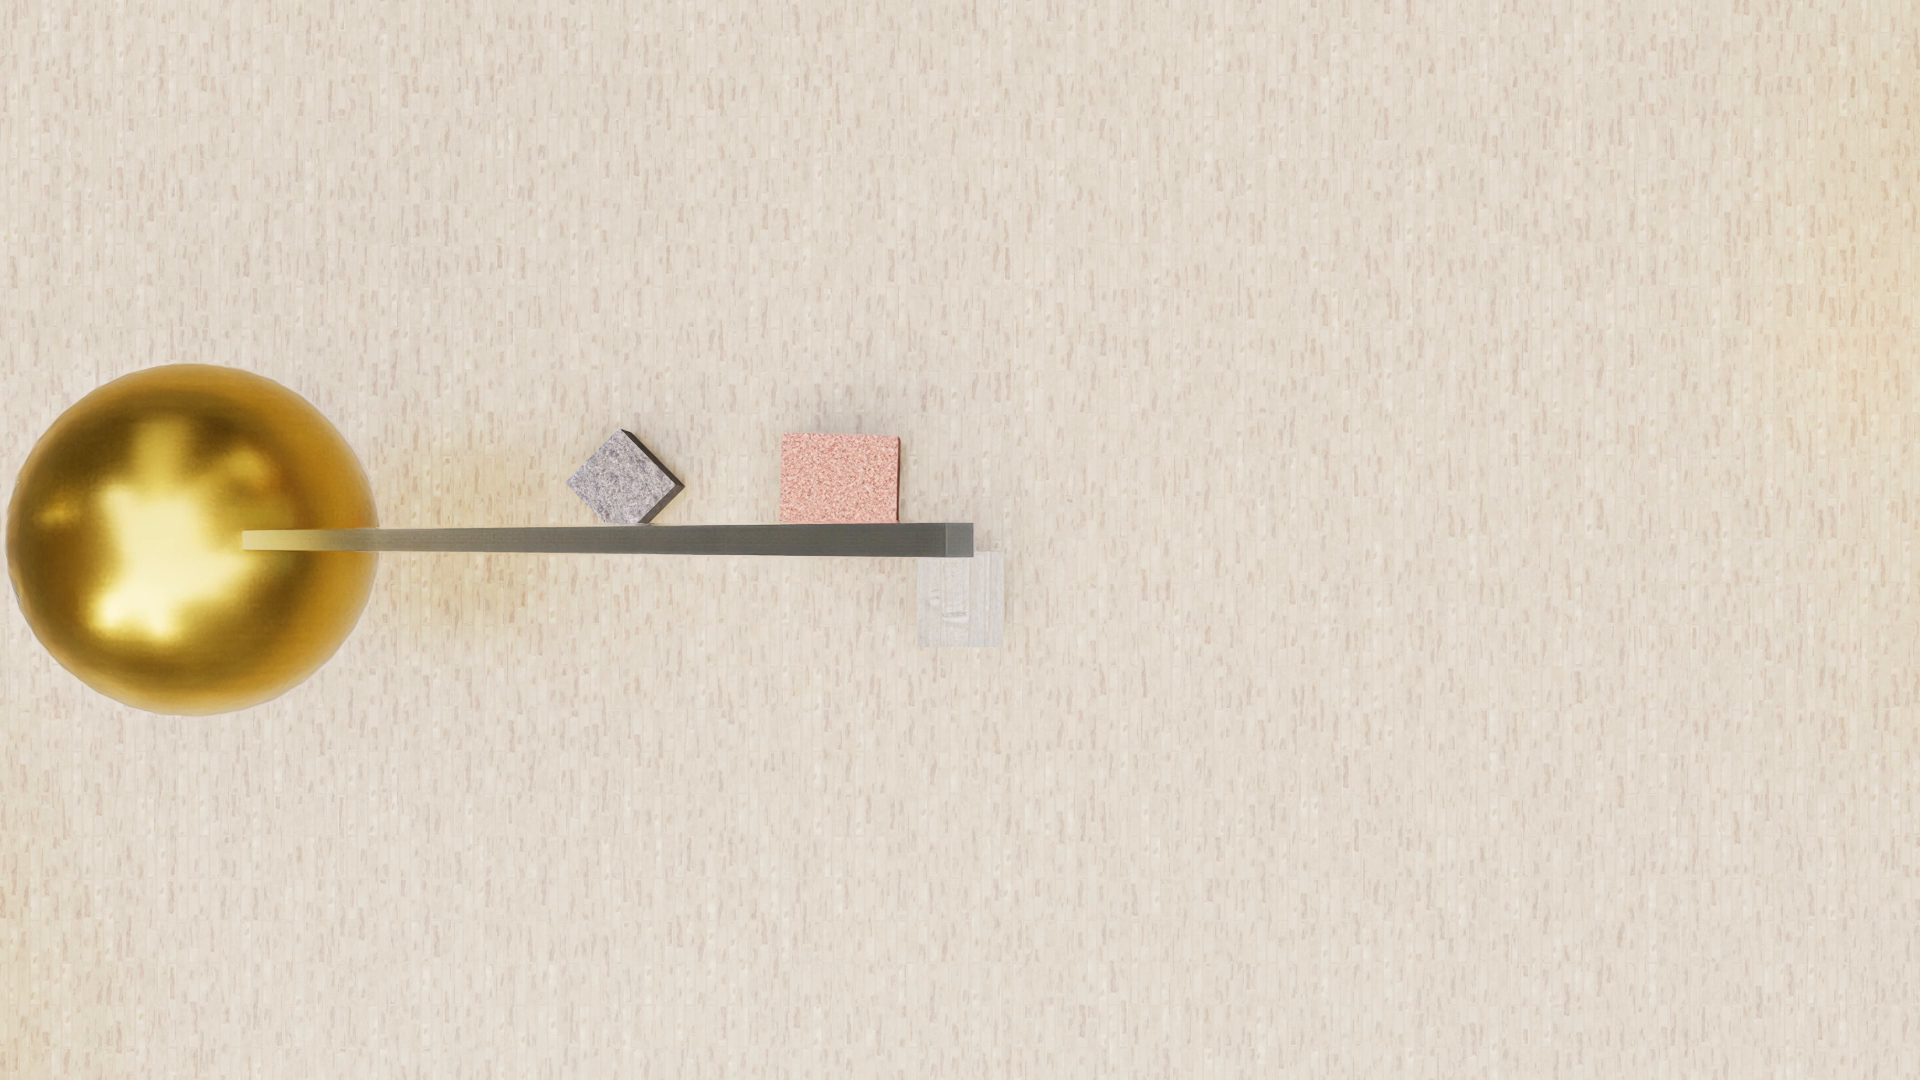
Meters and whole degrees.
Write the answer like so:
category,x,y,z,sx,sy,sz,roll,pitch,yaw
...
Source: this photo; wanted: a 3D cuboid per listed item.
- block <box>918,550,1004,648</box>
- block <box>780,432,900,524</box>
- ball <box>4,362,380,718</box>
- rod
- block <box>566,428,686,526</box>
category,x,y,z,sx,sy,sz,roll,pitch,yaw
block,0.002,0.335,12.740,0.489,0.521,0.547,0,90,0
block,-0.687,-0.270,12.714,0.658,0.572,0.658,1,90,0
ball,-3.445,0.000,9.936,1.600,1.600,1.600,0,90,0
rod,-1.493,0.000,7.152,0.080,5.200,0.080,0,90,-35
block,-1.939,-0.321,12.775,0.440,0.450,0.457,-45,90,0
